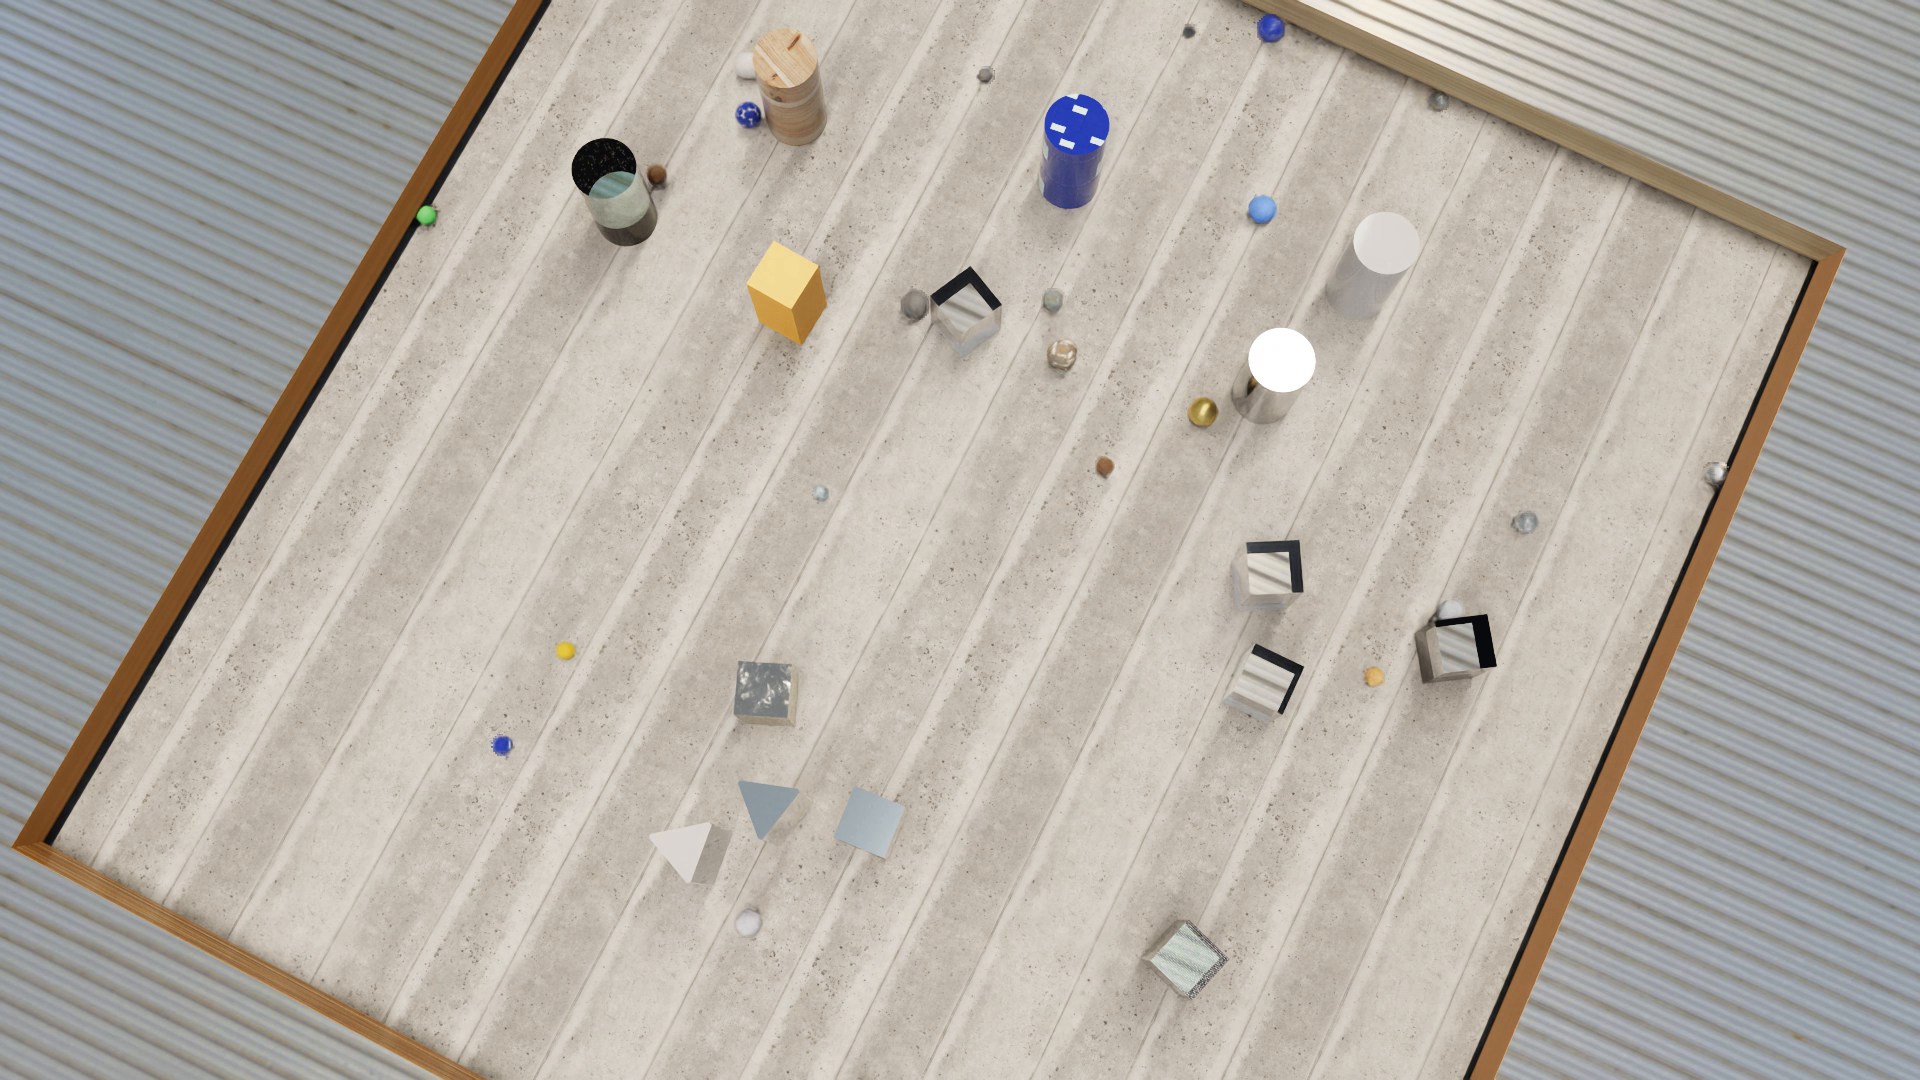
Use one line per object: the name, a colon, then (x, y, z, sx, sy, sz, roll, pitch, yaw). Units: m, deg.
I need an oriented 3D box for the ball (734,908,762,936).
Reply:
ball: (-0.617, 1.116, 5.345, 0.079, 0.079, 0.079, 0, 78, 0)

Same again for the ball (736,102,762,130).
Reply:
ball: (-0.675, -1.356, 5.854, 0.084, 0.084, 0.084, 0, 78, 0)

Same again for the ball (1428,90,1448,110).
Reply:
ball: (1.534, -1.411, 5.877, 0.061, 0.061, 0.061, 0, 78, 0)

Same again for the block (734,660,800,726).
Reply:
block: (-0.567, 0.455, 5.393, 0.155, 0.254, 0.155, 4, 78, 1)

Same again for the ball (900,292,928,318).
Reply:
ball: (-0.145, -0.734, 5.724, 0.086, 0.086, 0.086, 0, 78, 0)

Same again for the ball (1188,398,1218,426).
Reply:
ball: (0.751, -0.396, 5.653, 0.090, 0.090, 0.090, 0, 78, 0)

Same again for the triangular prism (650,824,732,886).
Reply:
triangular prism: (-0.731, 0.864, 5.193, 0.146, 0.479, 0.168, -41, 81, -8)

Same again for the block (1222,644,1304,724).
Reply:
block: (0.890, 0.426, 5.401, 0.155, 0.250, 0.155, 26, 79, 5)

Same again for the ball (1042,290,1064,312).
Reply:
ball: (0.291, -0.750, 5.738, 0.066, 0.066, 0.066, 0, 78, 0)

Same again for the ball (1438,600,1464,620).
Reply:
ball: (1.481, 0.218, 5.533, 0.076, 0.076, 0.076, 0, 78, 0)

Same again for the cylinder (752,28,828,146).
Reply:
cylinder: (-0.524, -1.401, 5.692, 0.194, 0.419, 0.194, 0, 78, 0)

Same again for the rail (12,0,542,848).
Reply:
rail: (-1.811, -0.880, 5.733, 0.045, 0.126, 4.099, 26, 80, 5)

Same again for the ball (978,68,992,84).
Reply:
ball: (0.079, -1.495, 5.902, 0.048, 0.048, 0.048, 0, 78, 0)

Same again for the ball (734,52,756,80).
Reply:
ball: (-0.682, -1.524, 5.889, 0.083, 0.083, 0.083, 0, 78, 0)

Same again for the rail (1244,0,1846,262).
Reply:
rail: (0.906, -1.768, 5.917, 4.096, 0.126, 0.045, 26, 80, 5)

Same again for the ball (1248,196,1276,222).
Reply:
ball: (0.954, -1.045, 5.789, 0.087, 0.087, 0.087, 0, 78, 0)

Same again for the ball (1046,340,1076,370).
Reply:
ball: (0.316, -0.575, 5.688, 0.094, 0.094, 0.094, 0, 78, 0)

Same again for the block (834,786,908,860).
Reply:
block: (-0.256, 0.823, 5.308, 0.155, 0.270, 0.155, 22, 79, 4)

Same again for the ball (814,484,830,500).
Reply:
ball: (-0.425, -0.146, 5.622, 0.048, 0.048, 0.048, 0, 78, 0)

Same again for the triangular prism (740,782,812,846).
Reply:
triangular prism: (-0.546, 0.750, 5.215, 0.146, 0.482, 0.168, 38, 81, 7)

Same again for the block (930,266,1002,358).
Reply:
block: (0.018, -0.699, 5.639, 0.155, 0.239, 0.155, -37, 81, -7)

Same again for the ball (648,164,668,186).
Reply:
ball: (-0.962, -1.159, 5.824, 0.064, 0.064, 0.064, 0, 78, 0)

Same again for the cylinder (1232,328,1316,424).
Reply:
cylinder: (0.942, -0.490, 5.534, 0.194, 0.360, 0.194, 0, 78, 0)

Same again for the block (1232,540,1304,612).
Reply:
block: (0.911, 0.108, 5.445, 0.155, 0.293, 0.155, -3, 78, -1)

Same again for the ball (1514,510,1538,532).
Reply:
ball: (1.729, -0.057, 5.593, 0.070, 0.070, 0.070, 0, 78, 0)

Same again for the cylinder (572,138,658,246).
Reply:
cylinder: (-1.058, -1.065, 5.637, 0.194, 0.391, 0.194, 0, 78, 0)

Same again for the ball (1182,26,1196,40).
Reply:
ball: (0.743, -1.645, 5.935, 0.043, 0.043, 0.043, 0, 78, 0)

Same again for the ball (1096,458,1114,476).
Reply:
ball: (0.446, -0.226, 5.635, 0.056, 0.056, 0.056, 0, 78, 0)

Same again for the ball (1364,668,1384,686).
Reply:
ball: (1.243, 0.410, 5.503, 0.056, 0.056, 0.056, 0, 78, 0)

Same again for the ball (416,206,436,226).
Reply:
ball: (-1.689, -1.026, 5.798, 0.061, 0.061, 0.061, 0, 78, 0)

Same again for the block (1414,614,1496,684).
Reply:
block: (1.463, 0.325, 5.422, 0.155, 0.249, 0.155, -7, 78, -1)

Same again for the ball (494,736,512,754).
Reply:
ball: (-1.362, 0.611, 5.462, 0.055, 0.055, 0.055, 0, 78, 0)

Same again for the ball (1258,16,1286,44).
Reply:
ball: (1.006, -1.647, 5.914, 0.084, 0.084, 0.084, 0, 78, 0)

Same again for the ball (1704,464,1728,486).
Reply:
ball: (2.320, -0.201, 5.623, 0.069, 0.069, 0.069, 0, 78, 0)

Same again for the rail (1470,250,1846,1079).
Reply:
rail: (1.811, 0.893, 5.366, 0.045, 0.126, 4.099, 26, 80, 5)

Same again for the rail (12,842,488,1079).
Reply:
rail: (-0.906, 1.781, 5.183, 4.096, 0.126, 0.045, 26, 80, 5)

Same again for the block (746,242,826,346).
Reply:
block: (-0.525, -0.749, 5.592, 0.155, 0.352, 0.155, 30, 80, 6)

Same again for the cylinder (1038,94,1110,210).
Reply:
cylinder: (0.347, -1.191, 5.647, 0.194, 0.423, 0.194, 0, 78, 0)

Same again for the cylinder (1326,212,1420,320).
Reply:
cylinder: (1.250, -0.828, 5.575, 0.194, 0.417, 0.194, 0, 78, 0)

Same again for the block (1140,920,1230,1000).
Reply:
block: (0.637, 1.193, 5.217, 0.155, 0.299, 0.155, 43, 82, 8)

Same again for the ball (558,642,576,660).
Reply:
ball: (-1.185, 0.334, 5.520, 0.054, 0.054, 0.054, 0, 78, 0)
